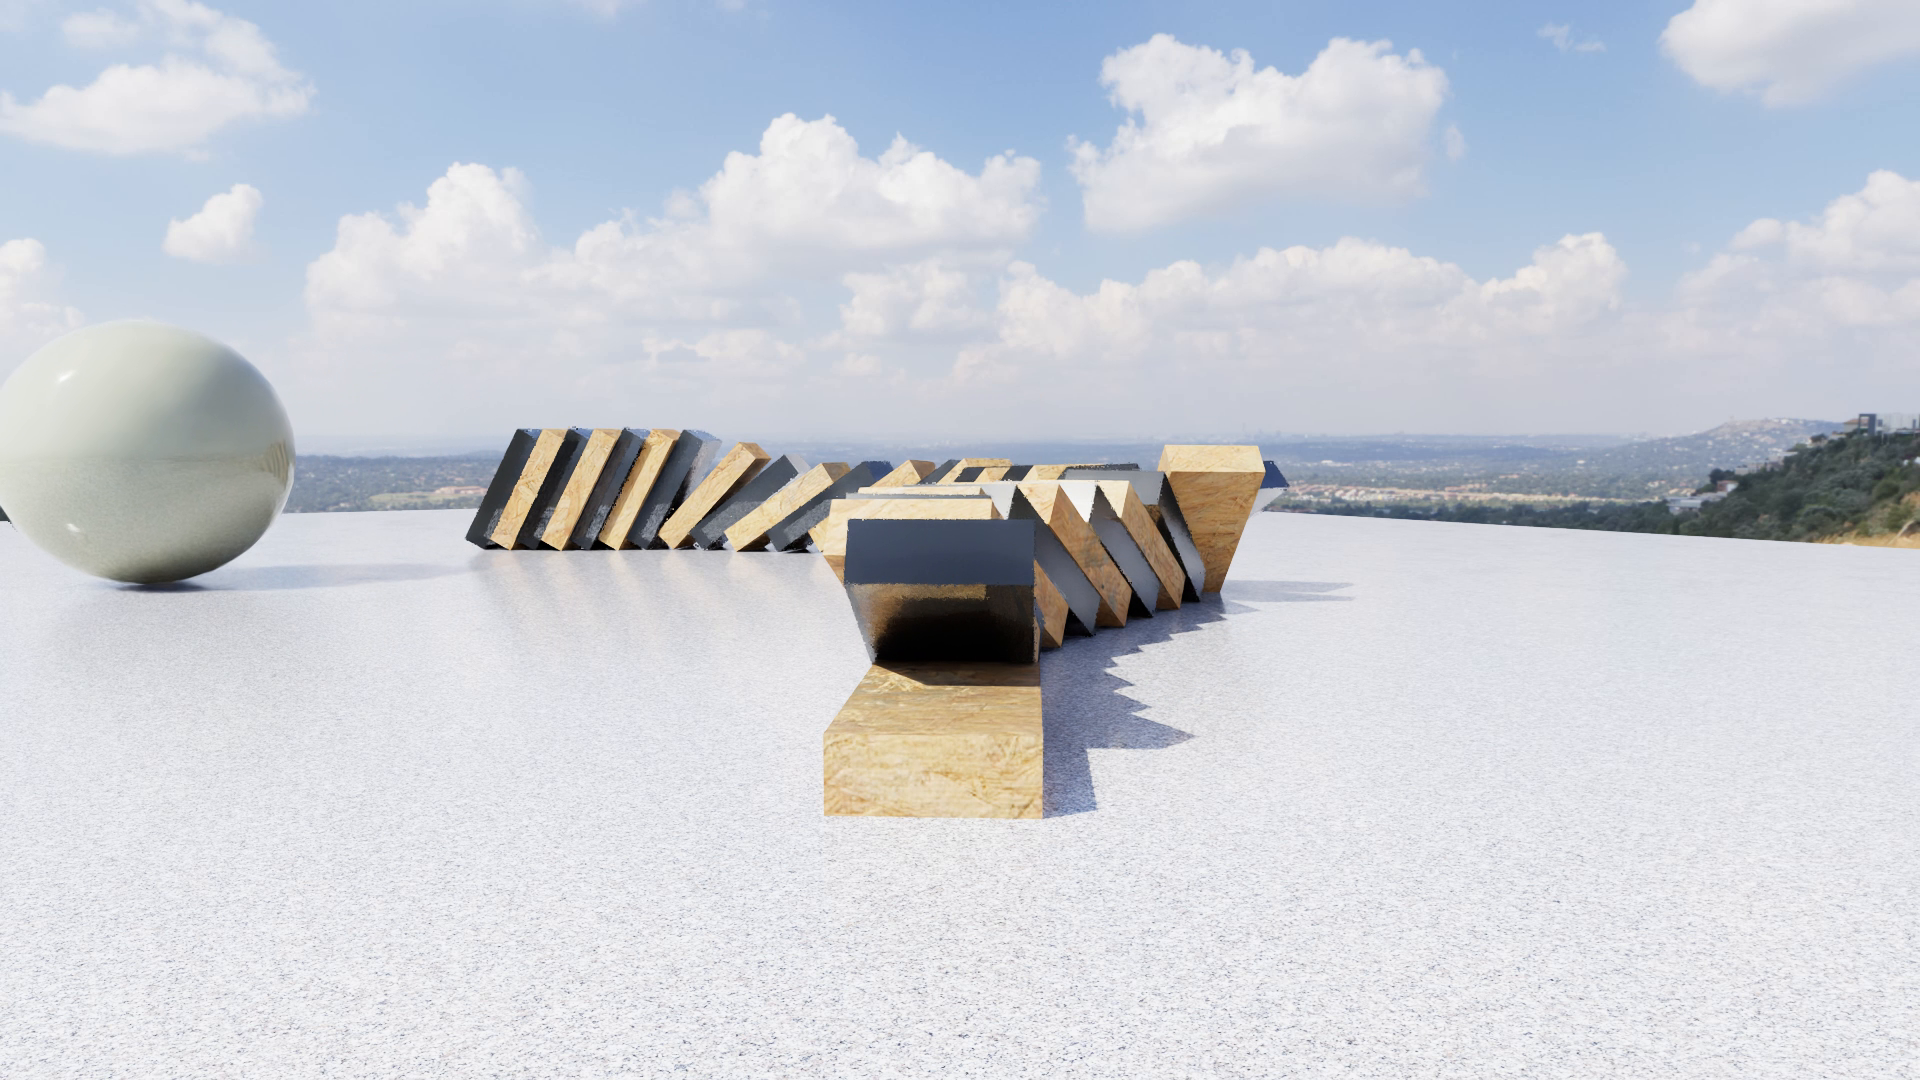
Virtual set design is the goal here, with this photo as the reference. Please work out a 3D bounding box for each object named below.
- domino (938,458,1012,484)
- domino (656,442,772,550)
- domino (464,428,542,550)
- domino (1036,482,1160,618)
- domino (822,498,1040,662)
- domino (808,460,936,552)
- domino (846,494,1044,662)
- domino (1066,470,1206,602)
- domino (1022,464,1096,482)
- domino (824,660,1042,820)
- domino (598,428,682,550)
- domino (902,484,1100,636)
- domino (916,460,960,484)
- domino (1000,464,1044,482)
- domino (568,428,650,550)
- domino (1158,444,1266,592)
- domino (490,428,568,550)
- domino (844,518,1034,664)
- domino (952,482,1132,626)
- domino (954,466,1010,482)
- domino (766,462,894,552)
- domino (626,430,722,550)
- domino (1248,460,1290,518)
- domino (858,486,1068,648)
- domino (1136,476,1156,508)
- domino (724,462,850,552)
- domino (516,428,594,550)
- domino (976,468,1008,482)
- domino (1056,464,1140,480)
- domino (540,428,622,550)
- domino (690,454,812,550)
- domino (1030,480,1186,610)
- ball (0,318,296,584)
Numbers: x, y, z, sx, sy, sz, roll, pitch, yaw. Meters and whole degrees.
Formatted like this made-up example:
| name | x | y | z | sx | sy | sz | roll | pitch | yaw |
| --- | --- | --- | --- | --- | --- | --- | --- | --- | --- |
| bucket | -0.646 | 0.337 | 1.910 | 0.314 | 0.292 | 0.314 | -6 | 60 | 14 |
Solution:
| name | x | y | z | sx | sy | sz | roll | pitch | yaw |
| --- | --- | --- | --- | --- | --- | --- | --- | --- | --- |
| domino | -0.004 | -0.012 | 0.474 | 0.025 | 0.010 | 0.050 | -3 | -31 | -48 |
| domino | -0.100 | -0.018 | 0.523 | 0.009 | 0.050 | 0.025 | 44 | 7 | 2 |
| domino | -0.182 | -0.021 | 0.524 | 0.009 | 0.050 | 0.025 | 28 | 7 | 4 |
| domino | 0.027 | 0.003 | 0.302 | 0.025 | 0.010 | 0.050 | 2 | -26 | 28 |
| domino | -0.003 | 0.009 | 0.213 | 0.025 | 0.010 | 0.050 | 0 | -27 | 13 |
| domino | -0.032 | -0.013 | 0.498 | 0.050 | 0.009 | 0.025 | -34 | -10 | 18 |
| domino | -0.002 | 0.008 | 0.233 | 0.025 | 0.009 | 0.050 | 1 | -27 | 16 |
| domino | 0.046 | 0.000 | 0.333 | 0.025 | 0.009 | 0.050 | 2 | -29 | 25 |
| domino | 0.025 | -0.006 | 0.403 | 0.025 | 0.009 | 0.050 | -3 | -29 | -28 |
| domino | -0.002 | 0.025 | 0.171 | 0.025 | 0.009 | 0.050 | 0 | 4 | 3 |
| domino | -0.128 | -0.021 | 0.522 | 0.009 | 0.050 | 0.025 | 29 | 7 | 4 |
| domino | 0.009 | 0.005 | 0.269 | 0.025 | 0.010 | 0.050 | 1 | -27 | 28 |
| domino | -0.016 | -0.013 | 0.491 | 0.050 | 0.009 | 0.025 | -34 | -12 | 20 |
| domino | 0.019 | -0.007 | 0.420 | 0.025 | 0.010 | 0.050 | -2 | -29 | -28 |
| domino | -0.139 | -0.021 | 0.521 | 0.009 | 0.050 | 0.025 | 28 | 7 | 4 |
| domino | 0.064 | -0.005 | 0.351 | 0.025 | 0.009 | 0.050 | 0 | -41 | -6 |
| domino | -0.171 | -0.021 | 0.523 | 0.009 | 0.050 | 0.025 | 28 | 7 | 4 |
| domino | -0.001 | 0.012 | 0.193 | 0.025 | 0.010 | 0.050 | 0 | -25 | 3 |
| domino | 0.018 | 0.004 | 0.285 | 0.025 | 0.010 | 0.050 | 2 | -27 | 28 |
| domino | 0.003 | -0.009 | 0.454 | 0.025 | 0.009 | 0.050 | -2 | -27 | -30 |
| domino | -0.050 | -0.013 | 0.504 | 0.050 | 0.010 | 0.025 | -34 | -8 | 17 |
| domino | -0.116 | -0.021 | 0.523 | 0.009 | 0.050 | 0.025 | 30 | 7 | 4 |
| domino | 0.070 | -0.005 | 0.377 | 0.050 | 0.009 | 0.025 | -41 | -21 | 32 |
| domino | 0.001 | 0.006 | 0.252 | 0.025 | 0.010 | 0.050 | 1 | -28 | 26 |
| domino | 0.055 | -0.005 | 0.382 | 0.025 | 0.010 | 0.050 | -8 | -28 | -50 |
| domino | -0.067 | -0.013 | 0.511 | 0.050 | 0.009 | 0.025 | -33 | -6 | 17 |
| domino | -0.160 | -0.021 | 0.521 | 0.009 | 0.050 | 0.025 | 28 | 7 | 4 |
| domino | 0.011 | -0.008 | 0.438 | 0.025 | 0.009 | 0.050 | -2 | -28 | -28 |
| domino | 0.033 | -0.005 | 0.388 | 0.025 | 0.009 | 0.050 | -4 | -29 | -30 |
| domino | -0.150 | -0.021 | 0.520 | 0.009 | 0.050 | 0.025 | 28 | 7 | 4 |
| domino | -0.084 | -0.016 | 0.520 | 0.050 | 0.009 | 0.025 | -38 | -1 | 8 |
| domino | 0.037 | 0.002 | 0.318 | 0.025 | 0.009 | 0.050 | 2 | -26 | 28 |
| ball | -0.247 | -0.027 | 0.390 | 0.080 | 0.080 | 0.080 | 0 | 4 | 0 |
